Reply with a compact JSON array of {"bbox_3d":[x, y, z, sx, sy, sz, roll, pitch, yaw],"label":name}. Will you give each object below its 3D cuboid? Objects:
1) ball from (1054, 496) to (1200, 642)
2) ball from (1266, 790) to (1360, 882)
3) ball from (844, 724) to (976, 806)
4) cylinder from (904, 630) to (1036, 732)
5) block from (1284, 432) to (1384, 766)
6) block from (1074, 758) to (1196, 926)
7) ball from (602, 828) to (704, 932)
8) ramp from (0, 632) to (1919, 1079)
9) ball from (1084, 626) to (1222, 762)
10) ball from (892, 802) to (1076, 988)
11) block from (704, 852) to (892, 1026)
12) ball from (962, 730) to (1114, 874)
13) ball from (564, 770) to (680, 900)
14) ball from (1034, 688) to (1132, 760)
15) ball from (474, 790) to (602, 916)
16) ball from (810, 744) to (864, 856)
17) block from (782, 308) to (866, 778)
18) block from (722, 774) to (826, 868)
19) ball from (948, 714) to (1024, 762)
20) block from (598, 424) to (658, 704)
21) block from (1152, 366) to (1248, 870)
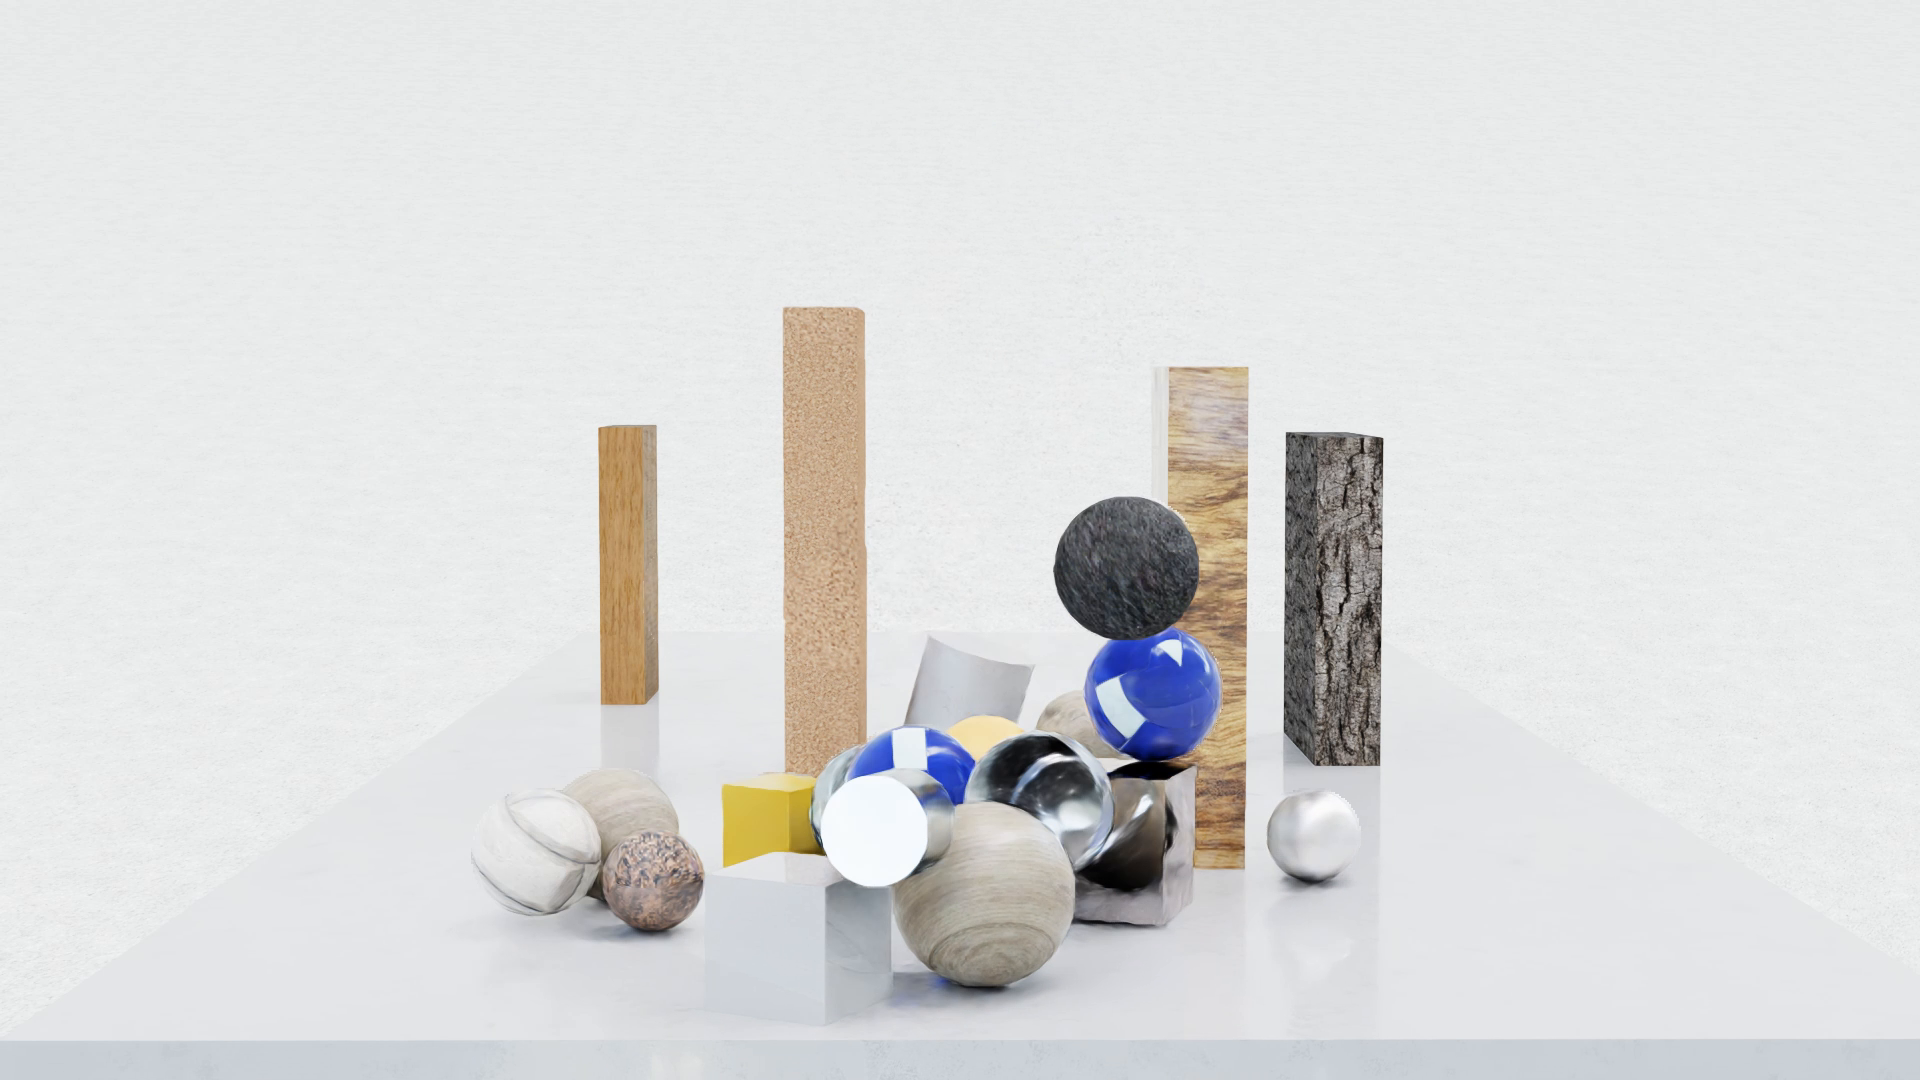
[{"bbox_3d":[0.196,0.033,3.020,0.172,0.172,0.172,0,20,0],"label":"ball"},{"bbox_3d":[0.456,0.383,3.318,0.119,0.119,0.119,0,20,0],"label":"ball"},{"bbox_3d":[-0.057,0.317,3.179,0.177,0.177,0.177,0,20,0],"label":"ball"},{"bbox_3d":[0.012,0.258,4.137,0.179,0.179,0.179,15,8,-2],"label":"cylinder"},{"bbox_3d":[0.648,0.091,4.483,0.110,0.549,0.412,0,4,0],"label":"block"},{"bbox_3d":[0.184,0.364,3.136,0.172,0.172,0.172,2,2,17],"label":"block"},{"bbox_3d":[-0.360,0.400,3.018,0.120,0.120,0.120,0,20,0],"label":"ball"},{"bbox_3d":[0.046,0.413,4.536,2.000,0.100,4.000,0,4,0],"label":"ramp"},{"bbox_3d":[0.241,0.191,3.204,0.173,0.173,0.173,0,20,0],"label":"ball"},{"bbox_3d":[0.026,0.380,2.756,0.198,0.198,0.198,0,20,0],"label":"ball"},{"bbox_3d":[-0.168,0.413,2.680,0.142,0.142,0.142,2,4,27],"label":"block"},{"bbox_3d":[0.091,0.308,2.961,0.176,0.176,0.176,0,20,0],"label":"ball"},{"bbox_3d":[-0.432,0.369,3.205,0.164,0.164,0.164,0,20,0],"label":"ball"},{"bbox_3d":[0.196,0.315,4.036,0.161,0.161,0.161,0,20,0],"label":"ball"},{"bbox_3d":[-0.502,0.372,3.053,0.151,0.151,0.151,0,20,0],"label":"ball"},{"bbox_3d":[-0.109,0.353,3.346,0.175,0.175,0.175,0,20,0],"label":"ball"},{"bbox_3d":[-0.217,0.007,4.171,0.115,0.758,0.365,0,4,0],"label":"block"},{"bbox_3d":[-0.236,0.379,3.417,0.114,0.114,0.114,2,4,34],"label":"block"},{"bbox_3d":[0.038,0.335,3.739,0.160,0.160,0.160,0,20,0],"label":"ball"},{"bbox_3d":[-0.669,0.045,5.192,0.088,0.550,0.240,0,4,0],"label":"block"},{"bbox_3d":[0.326,0.096,3.524,0.106,0.665,0.279,0,4,0],"label":"block"}]
